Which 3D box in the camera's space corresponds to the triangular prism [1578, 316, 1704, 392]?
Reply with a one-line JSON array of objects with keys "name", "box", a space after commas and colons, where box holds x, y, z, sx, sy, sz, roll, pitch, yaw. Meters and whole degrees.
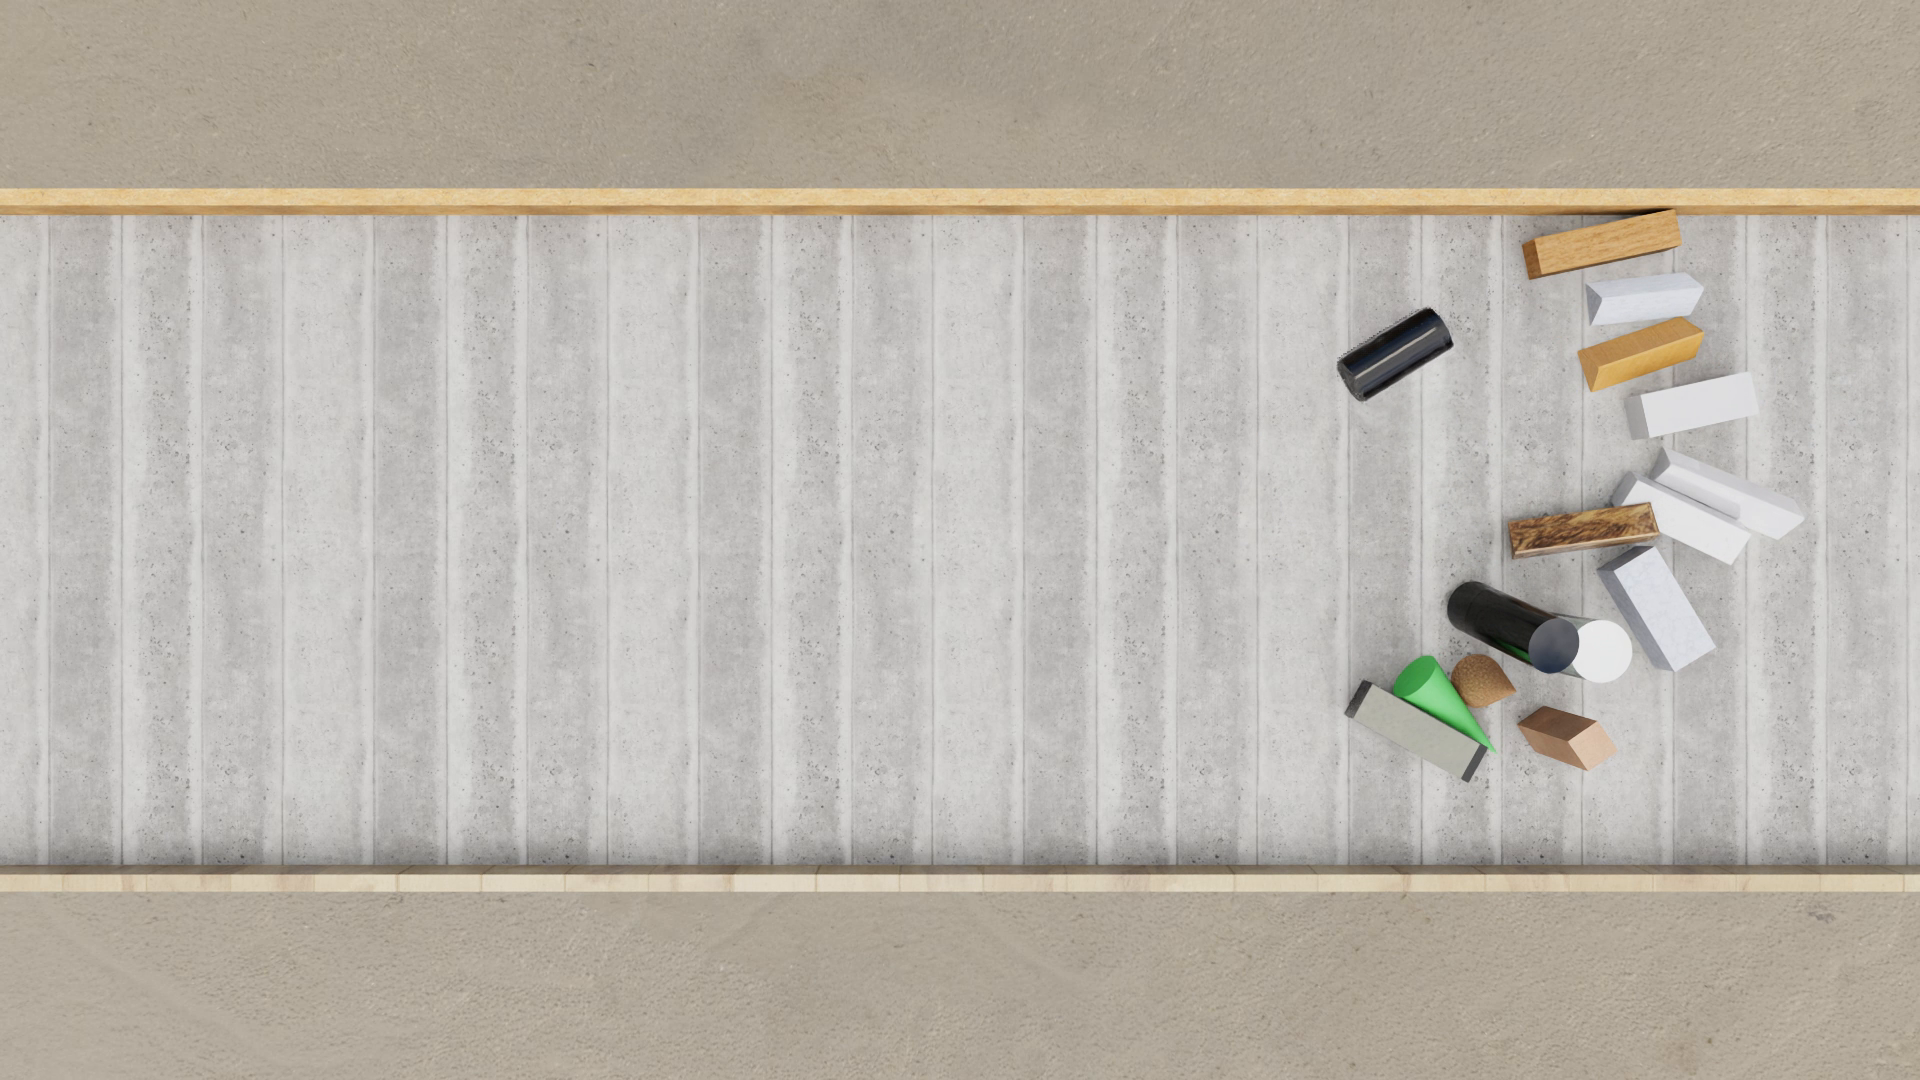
[{"name": "triangular prism", "box": [2.079, -0.570, 5.016, 0.336, 0.114, 0.132, -19, 90, 0]}]

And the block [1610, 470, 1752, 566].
[{"name": "block", "box": [2.185, -0.069, 5.005, 0.378, 0.111, 0.111, 25, 111, 0]}]

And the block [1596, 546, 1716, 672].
[{"name": "block", "box": [2.108, 0.207, 5.004, 0.144, 0.144, 0.353, -31, 90, 0]}]

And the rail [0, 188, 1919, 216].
[{"name": "rail", "box": [-2.247, -1.025, 5.002, 12.000, 0.150, 0.050, 0, 90, 0]}]

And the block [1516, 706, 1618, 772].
[{"name": "block", "box": [1.784, 0.581, 4.861, 0.103, 0.431, 0.103, -34, 90, 0]}]

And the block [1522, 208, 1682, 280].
[{"name": "block", "box": [1.953, -0.899, 5.021, 0.433, 0.110, 0.110, -12, 90, 0]}]

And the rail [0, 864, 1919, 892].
[{"name": "rail", "box": [-2.247, 1.025, 5.001, 12.000, 0.150, 0.050, 0, 90, 0]}]

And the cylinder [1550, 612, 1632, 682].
[{"name": "cylinder", "box": [1.818, 0.314, 4.881, 0.178, 0.386, 0.178, 0, 91, -1]}]

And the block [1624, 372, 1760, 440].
[{"name": "block", "box": [2.219, -0.407, 5.011, 0.337, 0.131, 0.131, -12, 90, 0]}]

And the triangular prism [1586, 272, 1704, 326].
[{"name": "triangular prism", "box": [2.084, -0.740, 5.017, 0.307, 0.114, 0.131, -6, 90, 0]}]

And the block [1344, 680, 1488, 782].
[{"name": "block", "box": [1.384, 0.580, 5.015, 0.397, 0.123, 0.123, 29, 90, 0]}]

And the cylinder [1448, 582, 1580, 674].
[{"name": "cylinder", "box": [1.616, 0.251, 4.840, 0.161, 0.446, 0.161, -3, 103, -13]}]

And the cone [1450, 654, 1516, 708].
[{"name": "cone", "box": [1.593, 0.434, 4.895, 0.166, 0.363, 0.166, 0, 90, 0]}]

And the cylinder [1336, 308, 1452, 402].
[{"name": "cylinder", "box": [1.318, -0.561, 5.002, 0.312, 0.148, 0.148, -32, 90, 0]}]

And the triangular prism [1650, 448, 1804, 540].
[{"name": "triangular prism", "box": [2.338, -0.144, 5.016, 0.434, 0.114, 0.132, 22, 90, 0]}]

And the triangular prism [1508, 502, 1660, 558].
[{"name": "triangular prism", "box": [1.876, -0.009, 4.961, 0.411, 0.106, 0.122, -8, 109, 13]}]

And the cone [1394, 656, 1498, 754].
[{"name": "cone", "box": [1.517, 0.538, 5.036, 0.385, 0.164, 0.164, 42, 90, -12]}]
